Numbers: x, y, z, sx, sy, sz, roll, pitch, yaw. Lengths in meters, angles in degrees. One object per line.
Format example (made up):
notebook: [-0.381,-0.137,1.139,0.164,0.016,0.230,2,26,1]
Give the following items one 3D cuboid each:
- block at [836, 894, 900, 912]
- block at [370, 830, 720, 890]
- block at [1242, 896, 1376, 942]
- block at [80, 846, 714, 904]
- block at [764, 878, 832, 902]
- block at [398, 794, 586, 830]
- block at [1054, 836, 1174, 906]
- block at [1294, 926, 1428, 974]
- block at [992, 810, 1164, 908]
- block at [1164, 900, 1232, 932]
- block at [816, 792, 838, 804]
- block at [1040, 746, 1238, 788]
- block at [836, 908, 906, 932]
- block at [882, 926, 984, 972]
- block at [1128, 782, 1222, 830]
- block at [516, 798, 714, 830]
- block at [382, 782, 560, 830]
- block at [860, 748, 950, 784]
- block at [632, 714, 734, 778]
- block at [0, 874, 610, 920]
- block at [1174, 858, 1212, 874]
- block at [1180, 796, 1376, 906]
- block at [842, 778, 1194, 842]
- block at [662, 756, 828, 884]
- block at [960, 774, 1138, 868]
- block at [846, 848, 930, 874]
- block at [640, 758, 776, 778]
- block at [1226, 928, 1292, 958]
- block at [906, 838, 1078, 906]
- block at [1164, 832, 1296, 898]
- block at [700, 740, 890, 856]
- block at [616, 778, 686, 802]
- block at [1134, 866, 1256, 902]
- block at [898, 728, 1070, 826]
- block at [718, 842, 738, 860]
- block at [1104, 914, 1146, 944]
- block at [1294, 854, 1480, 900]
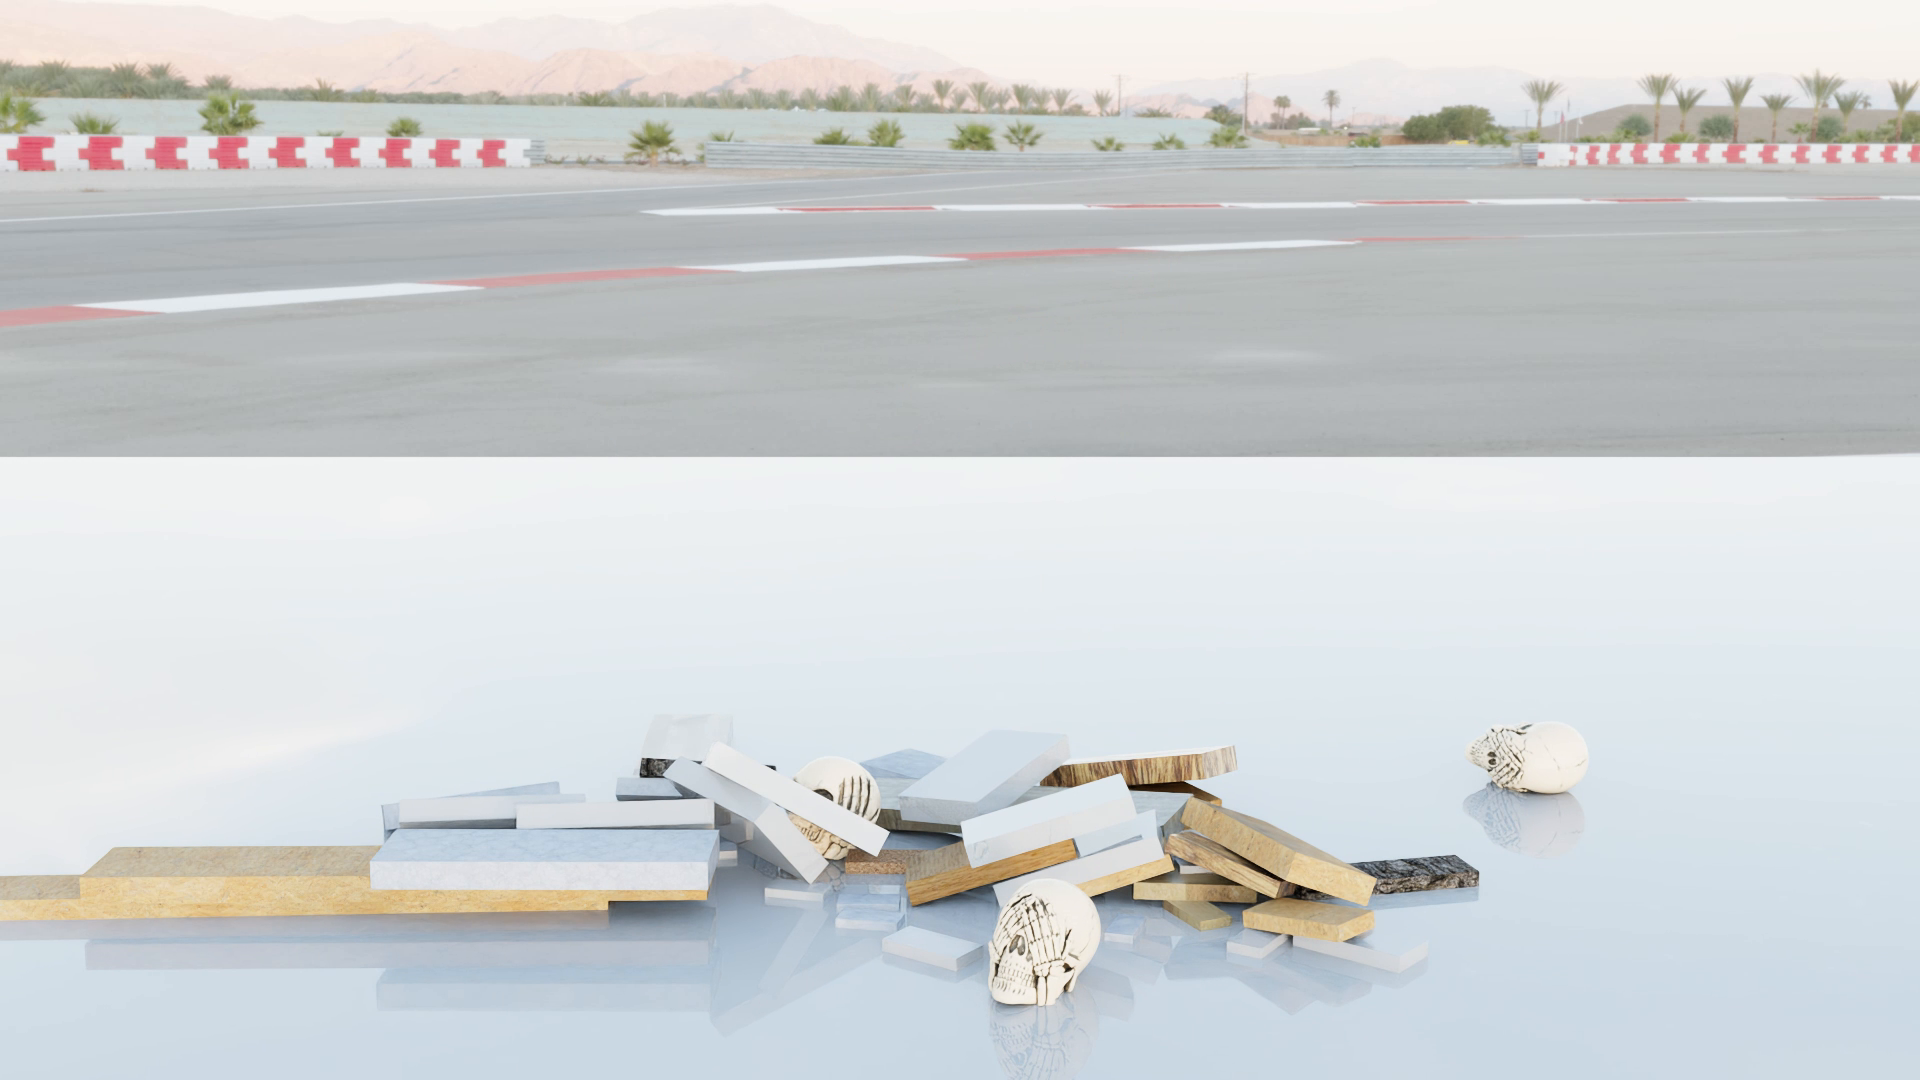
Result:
block: [-0.149,0.595,3.602,0.102,0.014,0.051,0,11,1]
block: [-0.661,0.513,3.532,0.530,0.046,0.162,0,11,0]
block: [0.544,0.591,3.432,0.092,0.026,0.184,-11,7,-43]
block: [-0.909,0.545,3.602,1.000,0.044,0.154,0,11,-1]
block: [-0.268,0.583,3.665,0.102,0.014,0.051,3,11,15]
block: [-0.794,0.498,3.772,0.308,0.154,0.044,-1,53,-6]
block: [0.252,0.548,3.638,0.199,0.028,0.099,-18,8,4]
block: [0.621,0.624,3.412,0.184,0.026,0.092,8,13,38]
block: [0.197,0.528,3.651,0.282,0.040,0.141,-18,9,7]
block: [0.384,0.602,3.558,0.058,0.017,0.117,-5,12,-24]
block: [-0.256,0.496,4.137,0.049,0.014,0.099,-1,11,-3]
block: [0.335,0.431,4.145,0.334,0.047,0.167,-8,-3,28]
block: [-0.144,0.609,3.526,0.102,0.014,0.051,3,11,14]
block: [-0.042,0.630,3.397,0.142,0.020,0.071,8,13,35]
block: [0.293,0.498,4.033,0.334,0.047,0.167,-5,12,-26]
block: [-0.579,0.503,3.729,0.325,0.162,0.046,-1,55,-6]
block: [-0.886,0.480,3.981,0.308,0.044,0.154,-6,-5,-17]
block: [-0.047,0.462,4.253,0.277,0.039,0.139,10,14,42]
block: [-0.548,0.441,4.346,0.165,0.047,0.568,0,11,-2]
block: [-1.221,0.582,3.617,1.287,0.034,0.122,-1,11,-3]
block: [0.406,0.540,3.658,0.092,0.013,0.046,-1,11,-7]
block: [0.523,0.513,3.643,0.167,0.047,0.334,21,0,-26]
block: [0.097,0.483,3.926,0.638,0.039,0.139,0,17,29]
block: [-0.371,0.477,3.771,0.047,0.165,0.329,-48,31,-18]
block: [0.145,0.462,3.632,0.282,0.040,0.141,-17,9,0]
block: [-0.124,0.556,3.799,0.142,0.020,0.071,0,11,2]
block: [-0.456,0.446,4.009,0.243,0.034,0.121,3,-31,-1]
block: [0.470,0.624,3.441,0.058,0.017,0.117,7,12,32]
block: [0.050,0.529,3.661,0.282,0.040,0.141,-17,9,2]
block: [0.443,0.528,3.582,0.199,0.028,0.099,21,6,26]
block: [-0.282,0.437,3.723,0.325,0.046,0.162,29,-9,-5]
block: [-0.493,0.475,3.995,0.243,0.034,0.121,1,-31,4]
block: [0.388,0.566,3.632,0.199,0.028,0.099,1,11,5]
block: [0.048,0.428,3.991,0.165,0.047,0.329,1,17,32]
block: [-0.443,0.547,3.861,0.099,0.014,0.050,-2,11,-10]
block: [0.263,0.616,3.491,0.046,0.013,0.092,3,11,18]
block: [0.709,0.569,3.710,0.318,0.026,0.092,-2,10,-13]
